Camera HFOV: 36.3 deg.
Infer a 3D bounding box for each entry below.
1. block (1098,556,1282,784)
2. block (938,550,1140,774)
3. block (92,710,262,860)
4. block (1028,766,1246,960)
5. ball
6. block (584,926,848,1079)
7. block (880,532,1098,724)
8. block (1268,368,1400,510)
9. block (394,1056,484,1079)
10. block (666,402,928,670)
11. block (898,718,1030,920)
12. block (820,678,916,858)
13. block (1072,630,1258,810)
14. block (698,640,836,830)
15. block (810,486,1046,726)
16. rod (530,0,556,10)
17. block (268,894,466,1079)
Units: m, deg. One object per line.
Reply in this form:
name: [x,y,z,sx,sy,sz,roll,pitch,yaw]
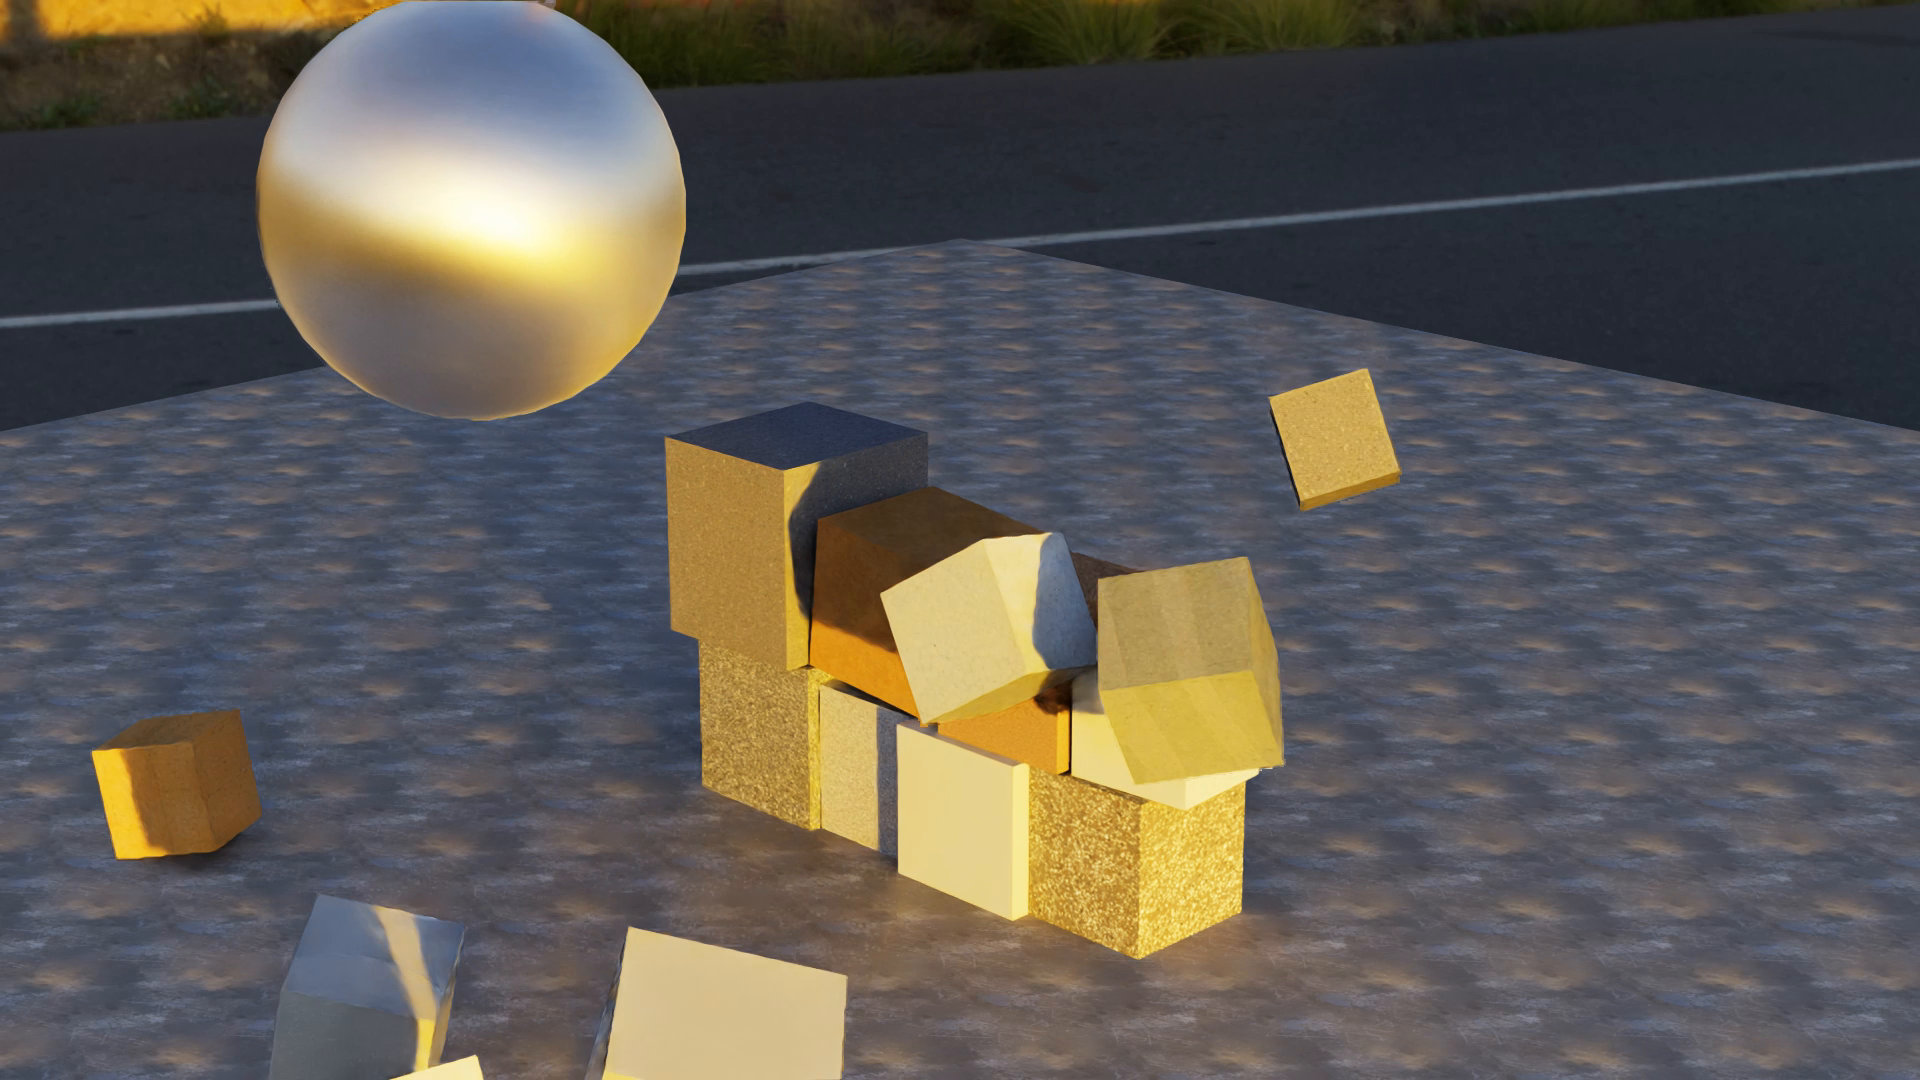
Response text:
block: [0.922,0.525,11.720,0.605,0.631,0.571,-9,48,13]
block: [0.389,0.512,13.032,0.717,0.746,0.662,16,23,41]
block: [-3.638,1.135,13.650,0.508,0.528,0.485,-6,13,15]
block: [0.779,1.320,12.947,0.689,0.718,0.653,-17,24,-42]
ball: [-1.831,-1.249,11.030,1.600,1.600,1.600,0,17,0]
block: [-0.831,1.838,9.396,0.727,0.810,0.678,14,31,-8]
block: [0.137,0.369,12.324,0.631,0.586,0.514,-28,-15,39]
block: [1.576,-0.420,12.373,0.425,0.452,0.420,-17,-7,5]
block: [-1.848,2.094,9.564,0.586,0.590,0.651,-13,-12,-26]
block: [-0.779,-0.040,14.145,0.837,0.972,0.931,16,24,42]
block: [0.284,1.167,13.412,0.873,0.731,0.732,-17,24,-42]
block: [-0.203,1.015,13.899,0.604,0.729,0.690,17,24,42]
block: [0.888,0.720,12.616,0.609,0.625,0.538,14,22,38]
block: [-0.704,0.827,14.361,0.789,0.811,0.814,17,24,42]
block: [-0.124,0.288,13.627,0.822,0.735,0.753,23,28,39]
rod: [-0.793,-4.486,11.100,0.080,5.200,0.080,17,-2,42]
block: [-2.254,1.818,11.119,0.570,0.631,0.573,13,31,-4]
